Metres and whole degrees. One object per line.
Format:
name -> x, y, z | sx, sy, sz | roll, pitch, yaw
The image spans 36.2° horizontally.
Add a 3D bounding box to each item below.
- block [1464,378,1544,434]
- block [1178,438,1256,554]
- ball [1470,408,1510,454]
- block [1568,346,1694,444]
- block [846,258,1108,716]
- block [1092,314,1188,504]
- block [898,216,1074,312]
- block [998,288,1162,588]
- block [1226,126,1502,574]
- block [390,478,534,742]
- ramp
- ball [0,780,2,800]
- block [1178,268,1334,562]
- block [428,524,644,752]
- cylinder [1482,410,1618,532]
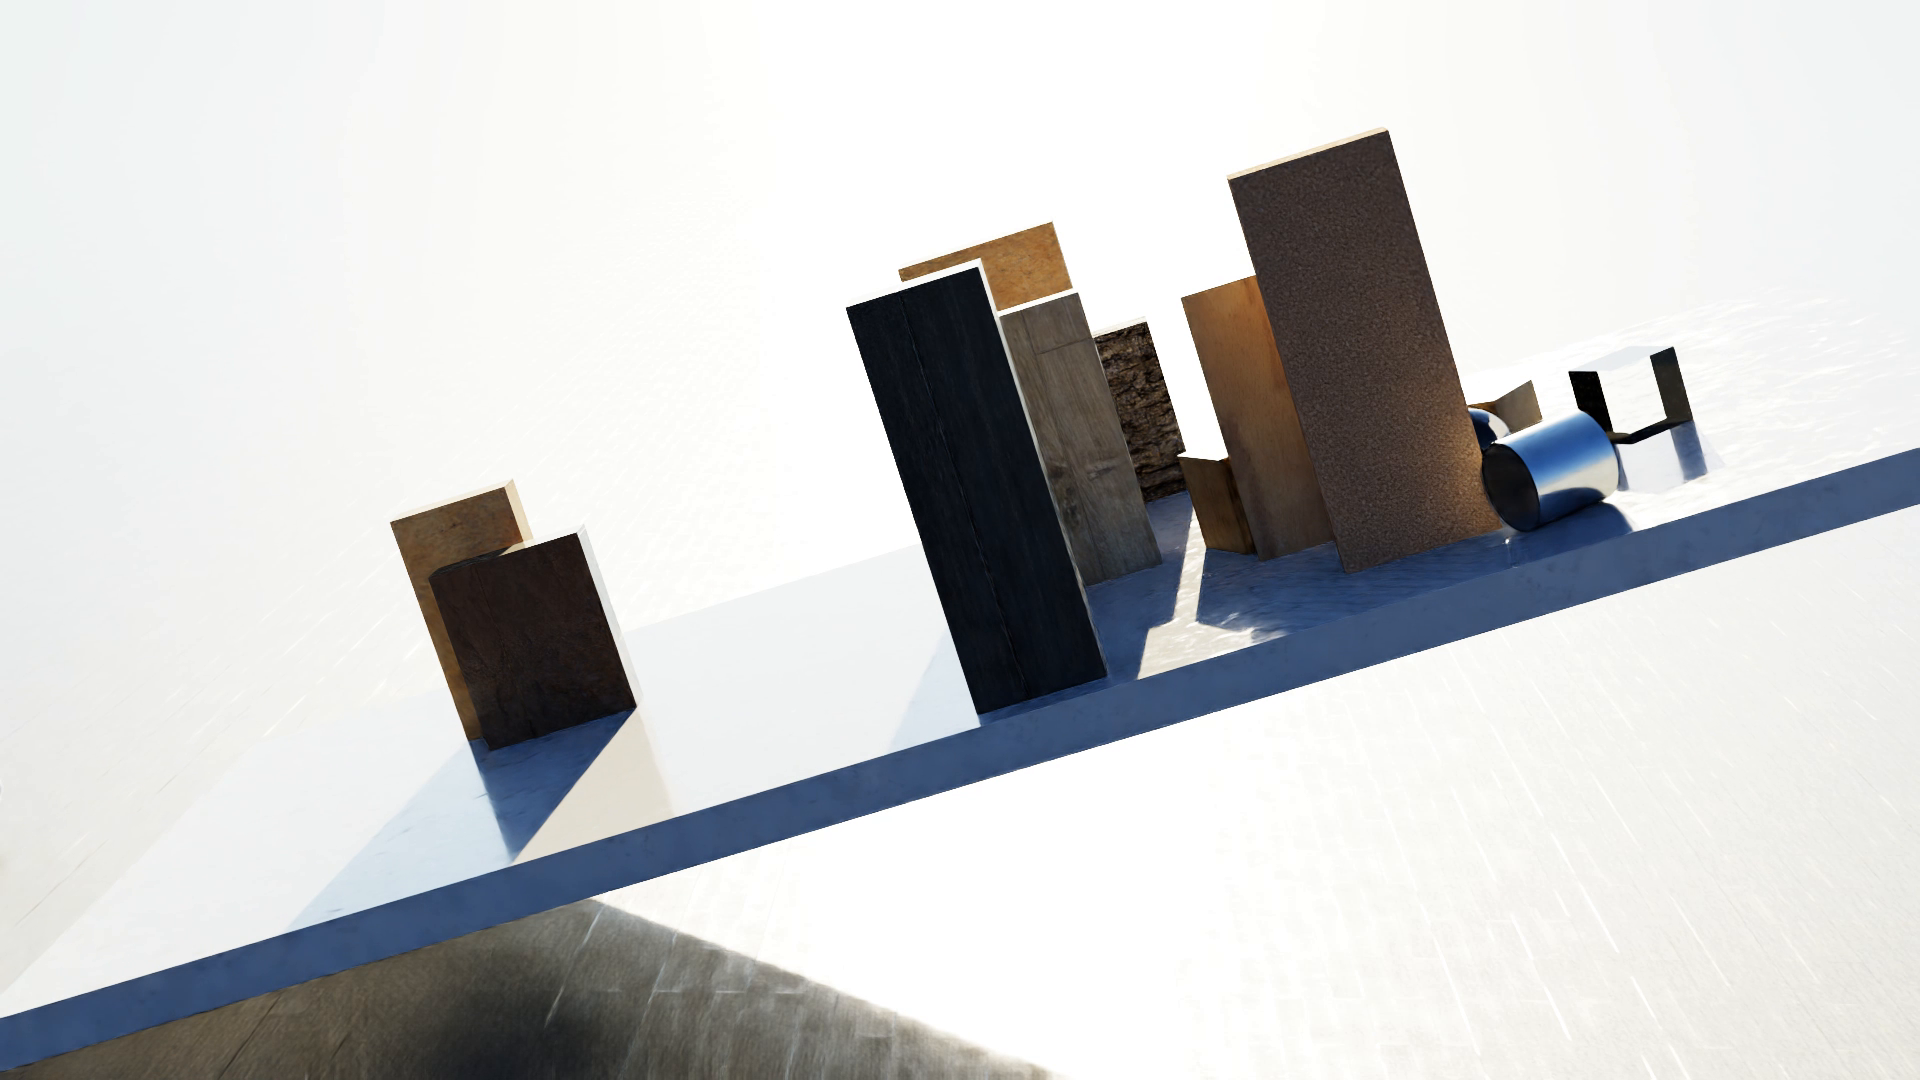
block -> 1.105, -0.233, 6.102 | 0.149, 0.149, 0.149 | -7, 15, 45
block -> 0.614, -0.108, 6.118 | 0.206, 0.206, 0.206 | -21, 11, -17
ball -> 1.032, -0.183, 5.921 | 0.162, 0.162, 0.162 | 0, 11, 0
block -> 1.361, -0.295, 5.972 | 0.156, 0.156, 0.156 | -21, 11, -19
block -> 0.034, -0.096, 5.394 | 0.251, 0.789, 0.132 | -17, 10, 5
block -> 0.350, -0.282, 6.907 | 0.306, 0.409, 0.115 | -17, 10, 5
block -> 0.139, -0.370, 6.935 | 0.375, 0.692, 0.125 | -17, 10, 5
block -> 0.130, -0.176, 6.183 | 0.432, 0.602, 0.081 | -17, 10, 5
block -> 0.762, -0.355, 5.545 | 0.306, 0.782, 0.110 | -17, 10, 5
block -> -1.060, 0.158, 6.641 | 0.274, 0.529, 0.105 | -17, 10, 5
ramp -> 0.098, 0.184, 6.313 | 4.000, 0.100, 2.000 | -17, 10, 5
ball -> -2.396, 0.604, 7.073 | 0.178, 0.178, 0.178 | 0, 11, 0
block -> 0.707, -0.284, 5.890 | 0.393, 0.559, 0.107 | -17, 10, 5
block -> -0.930, 0.214, 6.463 | 0.344, 0.409, 0.100 | -17, 10, 5
cylinder -> 1.097, -0.128, 5.474 | 0.178, 0.178, 0.178 | -21, 18, -19
